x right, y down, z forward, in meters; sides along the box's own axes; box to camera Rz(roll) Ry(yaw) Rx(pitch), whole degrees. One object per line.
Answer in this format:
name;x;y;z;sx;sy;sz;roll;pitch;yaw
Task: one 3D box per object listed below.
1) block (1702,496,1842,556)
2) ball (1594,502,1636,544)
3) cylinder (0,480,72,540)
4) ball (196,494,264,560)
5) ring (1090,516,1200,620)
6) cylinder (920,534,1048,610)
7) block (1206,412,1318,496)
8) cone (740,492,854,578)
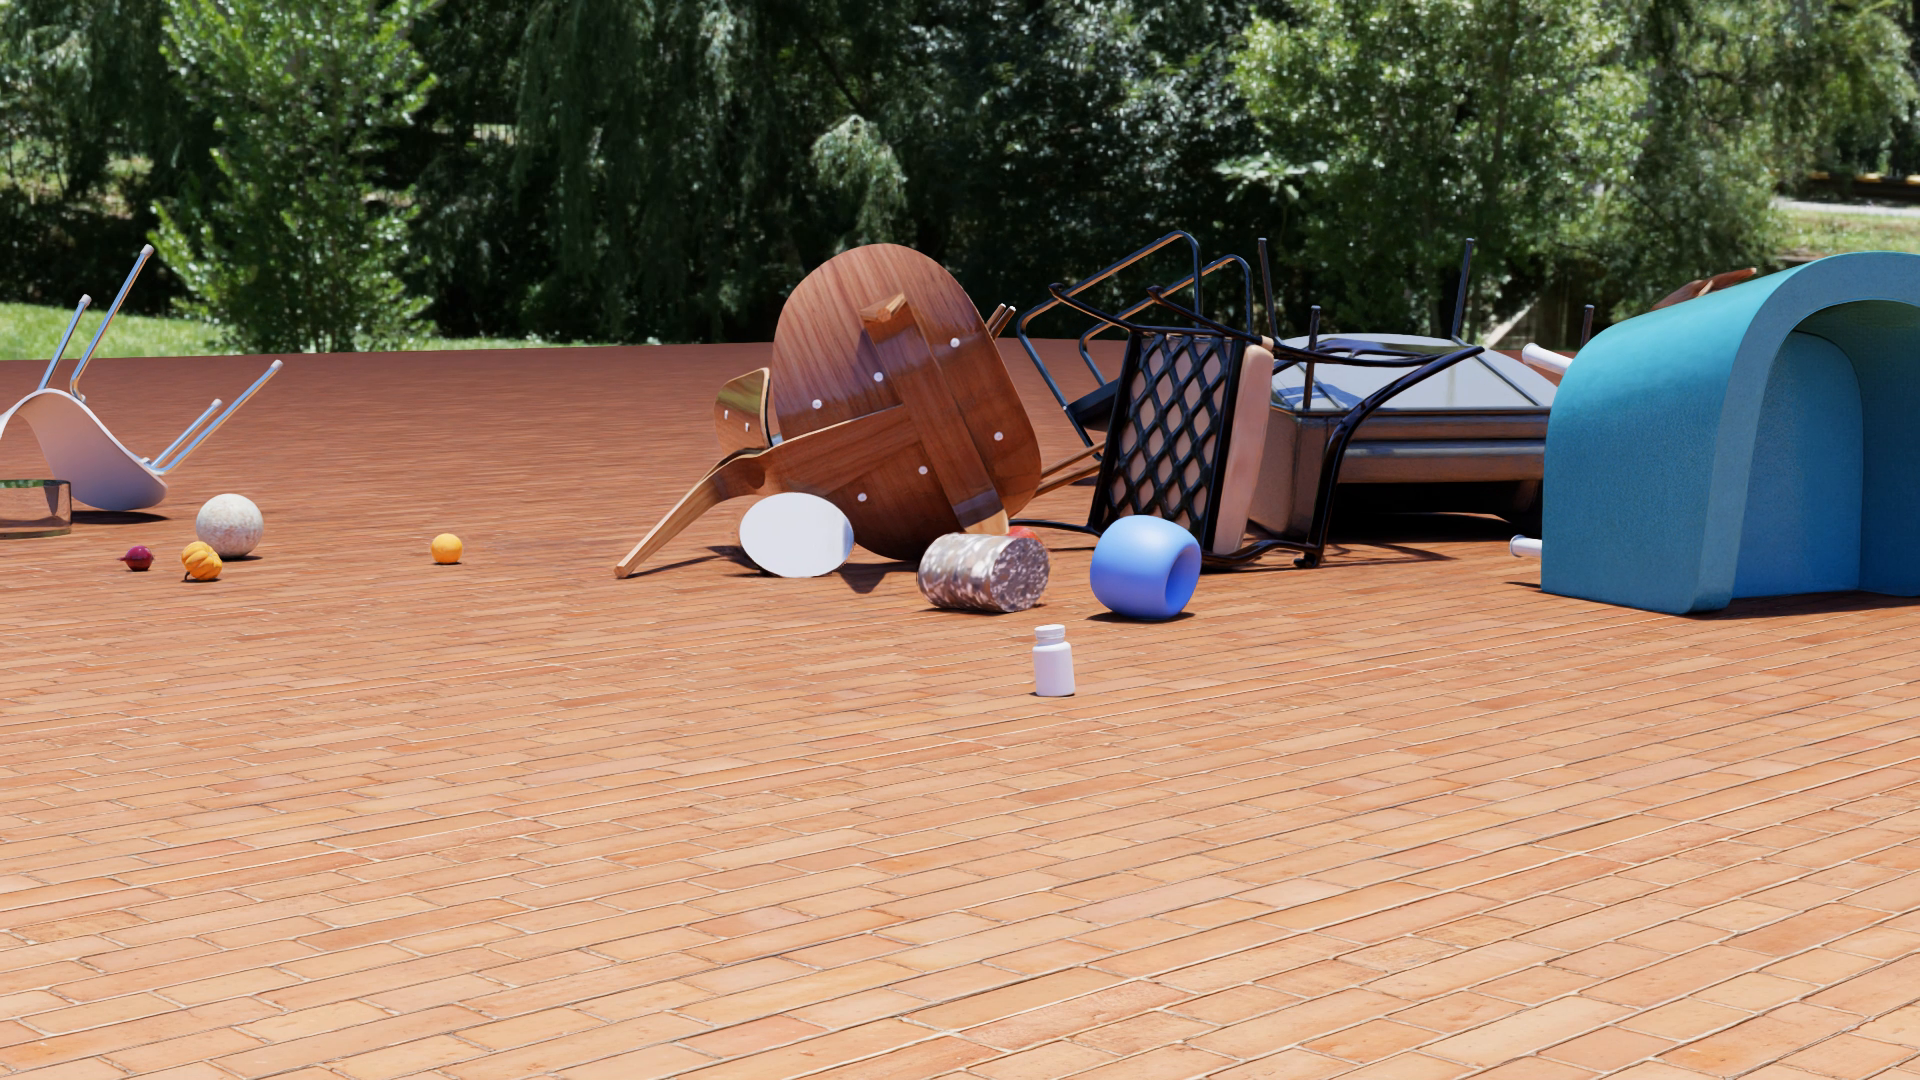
block;1.938;-0.033;6.130;0.286;0.123;0.187;1;6;8
ball;1.611;-0.041;6.309;0.102;0.102;0.102;0;6;0
cylinder;-2.427;-0.079;6.554;0.295;0.129;0.300;5;8;40
ball;-1.701;-0.032;5.977;0.153;0.153;0.153;0;6;0
ring;0.359;0.054;4.962;0.161;0.198;0.221;17;26;28
cylinder;0.049;0.063;5.087;0.166;0.145;0.227;-2;9;30
block;0.918;-0.262;7.797;0.301;0.238;0.169;2;6;22
cone;-0.373;0.026;5.725;0.252;0.208;0.170;3;-26;-9
